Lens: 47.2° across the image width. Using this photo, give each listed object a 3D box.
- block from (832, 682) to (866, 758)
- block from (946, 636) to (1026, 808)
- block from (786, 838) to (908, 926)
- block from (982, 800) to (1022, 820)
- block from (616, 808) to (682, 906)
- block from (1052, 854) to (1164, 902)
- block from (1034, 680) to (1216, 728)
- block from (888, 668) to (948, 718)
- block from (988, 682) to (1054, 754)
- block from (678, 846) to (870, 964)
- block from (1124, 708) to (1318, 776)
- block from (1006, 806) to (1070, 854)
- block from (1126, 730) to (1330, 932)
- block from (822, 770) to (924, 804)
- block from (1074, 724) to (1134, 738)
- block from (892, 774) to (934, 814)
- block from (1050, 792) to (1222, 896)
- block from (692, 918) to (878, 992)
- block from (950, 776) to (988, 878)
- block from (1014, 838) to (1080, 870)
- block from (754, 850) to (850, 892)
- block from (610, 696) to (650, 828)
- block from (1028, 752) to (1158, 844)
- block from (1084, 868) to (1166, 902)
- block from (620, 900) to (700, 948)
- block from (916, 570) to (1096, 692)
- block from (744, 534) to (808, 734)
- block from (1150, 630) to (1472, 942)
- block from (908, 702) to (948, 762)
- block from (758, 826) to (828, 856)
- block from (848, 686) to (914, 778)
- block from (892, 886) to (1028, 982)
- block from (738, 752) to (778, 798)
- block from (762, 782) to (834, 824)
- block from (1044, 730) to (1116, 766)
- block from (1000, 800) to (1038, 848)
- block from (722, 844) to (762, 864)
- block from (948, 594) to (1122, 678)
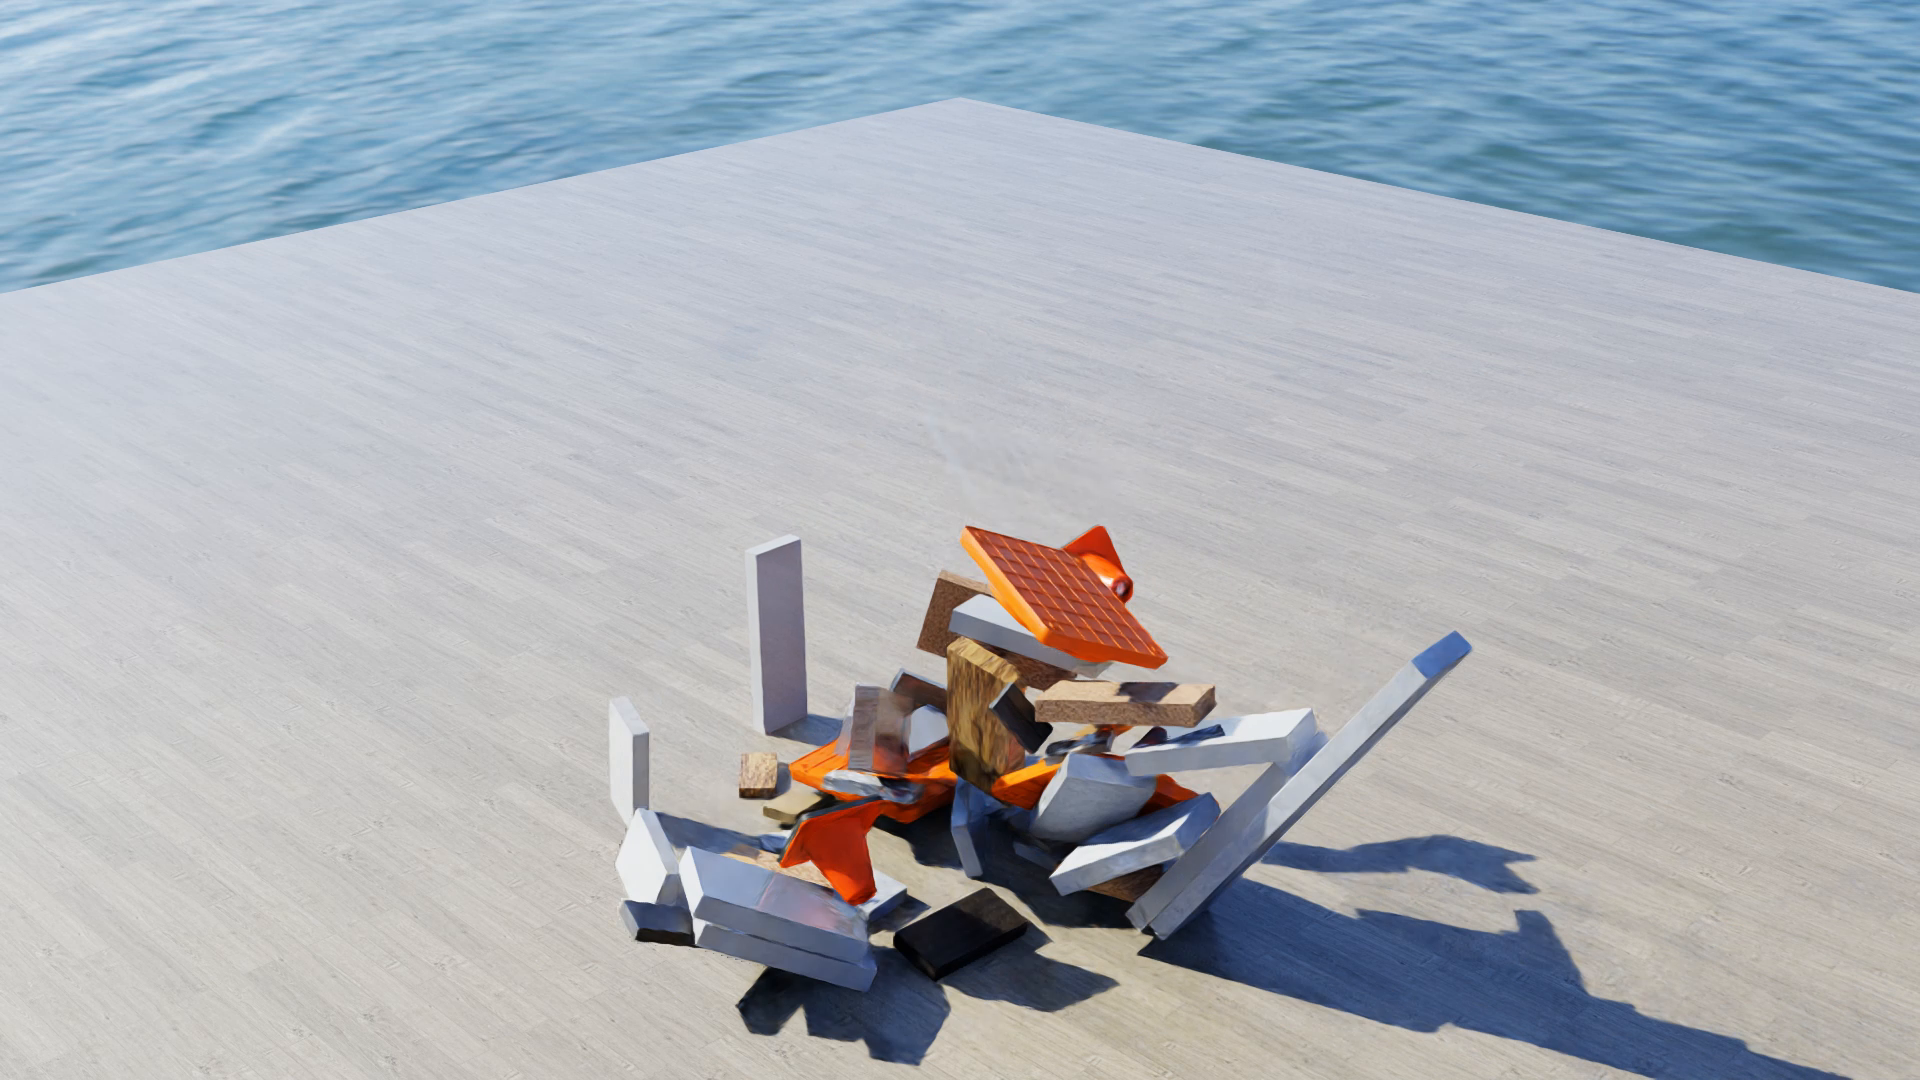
[{"bbox_3d":[-0.225,0.372,4.552,0.026,0.091,0.182,20,18,-2],"label":"block"},{"bbox_3d":[0.051,0.351,4.229,0.161,0.321,0.046,29,47,32],"label":"block"},{"bbox_3d":[-0.224,0.647,4.166,0.228,0.032,0.114,23,32,32],"label":"block"},{"bbox_3d":[0.087,0.531,4.372,0.061,0.017,0.122,-27,-14,5],"label":"block"},{"bbox_3d":[-0.584,0.620,4.133,0.036,0.126,0.251,16,15,-26],"label":"block"},{"bbox_3d":[0.275,0.616,4.079,0.191,0.027,0.095,9,29,44],"label":"block"},{"bbox_3d":[0.295,0.290,3.912,0.291,0.041,0.145,0,10,22],"label":"block"},{"bbox_3d":[-0.066,0.344,4.643,0.182,0.091,0.026,24,13,-23],"label":"block"},{"bbox_3d":[0.111,0.323,3.977,0.061,0.122,0.017,-49,22,-22],"label":"block"},{"bbox_3d":[-0.327,0.641,3.861,0.323,0.046,0.162,21,16,-24],"label":"block"},{"bbox_3d":[0.455,0.353,3.833,0.301,0.043,0.150,-9,10,28],"label":"block"},{"bbox_3d":[0.153,0.561,4.247,0.061,0.017,0.122,-25,38,-36],"label":"block"},{"bbox_3d":[0.480,0.527,3.943,0.150,0.518,0.043,-25,68,-45],"label":"block"},{"bbox_3d":[-0.170,0.484,4.317,0.184,0.026,0.092,9,4,12],"label":"block"},{"bbox_3d":[0.274,0.347,4.055,0.122,0.061,0.017,-28,59,-2],"label":"block"},{"bbox_3d":[-0.105,0.520,4.511,0.062,0.018,0.124,-10,25,-22],"label":"block"},{"bbox_3d":[0.315,0.549,3.962,0.301,0.043,0.150,-27,7,39],"label":"block"},{"bbox_3d":[-0.314,0.697,3.896,0.323,0.046,0.162,19,18,-17],"label":"block"},{"bbox_3d":[0.020,0.552,4.309,0.032,0.114,0.228,-14,21,10],"label":"block"},{"bbox_3d":[0.201,0.603,4.238,0.095,0.027,0.191,-20,22,-34],"label":"block"},{"bbox_3d":[-0.308,0.646,4.112,0.184,0.026,0.092,12,45,22],"label":"block"},{"bbox_3d":[-0.655,0.448,4.360,0.036,0.251,0.126,-13,36,-26],"label":"block"},{"bbox_3d":[0.240,0.483,4.050,0.162,0.365,0.046,9,65,-6],"label":"block"},{"bbox_3d":[0.287,0.640,4.190,0.191,0.027,0.095,8,23,35],"label":"block"},{"bbox_3d":[-0.450,0.691,3.902,0.302,0.026,0.092,14,16,-31],"label":"block"},{"bbox_3d":[0.090,0.188,4.365,0.321,0.161,0.046,19,22,3],"label":"block"},{"bbox_3d":[-0.393,0.205,4.733,0.036,0.425,0.126,21,31,41],"label":"block"},{"bbox_3d":[0.588,0.440,3.797,0.145,0.852,0.041,-25,68,-44],"label":"block"},{"bbox_3d":[-0.097,0.403,4.529,0.182,0.026,0.091,-22,52,-40],"label":"block"},{"bbox_3d":[-0.329,0.595,4.335,0.124,0.018,0.062,-7,24,-15],"label":"block"},{"bbox_3d":[-0.152,0.376,4.276,0.046,0.161,0.321,4,-7,11],"label":"block"},{"bbox_3d":[0.002,0.716,4.004,0.228,0.032,0.114,-20,42,-39],"label":"block"},{"bbox_3d":[-0.420,0.490,4.579,0.076,0.022,0.152,-1,23,-2],"label":"block"},{"bbox_3d":[-0.326,0.533,4.449,0.076,0.022,0.152,12,18,26],"label":"block"},{"bbox_3d":[0.215,0.374,3.958,0.122,0.017,0.061,-15,16,18],"label":"block"},{"bbox_3d":[0.140,0.554,4.298,0.061,0.017,0.122,-18,33,-30],"label":"block"},{"bbox_3d":[-0.388,0.632,4.245,0.152,0.022,0.076,14,27,30],"label":"block"},{"bbox_3d":[0.140,0.178,4.095,0.291,0.041,0.145,18,16,16],"label":"block"}]
